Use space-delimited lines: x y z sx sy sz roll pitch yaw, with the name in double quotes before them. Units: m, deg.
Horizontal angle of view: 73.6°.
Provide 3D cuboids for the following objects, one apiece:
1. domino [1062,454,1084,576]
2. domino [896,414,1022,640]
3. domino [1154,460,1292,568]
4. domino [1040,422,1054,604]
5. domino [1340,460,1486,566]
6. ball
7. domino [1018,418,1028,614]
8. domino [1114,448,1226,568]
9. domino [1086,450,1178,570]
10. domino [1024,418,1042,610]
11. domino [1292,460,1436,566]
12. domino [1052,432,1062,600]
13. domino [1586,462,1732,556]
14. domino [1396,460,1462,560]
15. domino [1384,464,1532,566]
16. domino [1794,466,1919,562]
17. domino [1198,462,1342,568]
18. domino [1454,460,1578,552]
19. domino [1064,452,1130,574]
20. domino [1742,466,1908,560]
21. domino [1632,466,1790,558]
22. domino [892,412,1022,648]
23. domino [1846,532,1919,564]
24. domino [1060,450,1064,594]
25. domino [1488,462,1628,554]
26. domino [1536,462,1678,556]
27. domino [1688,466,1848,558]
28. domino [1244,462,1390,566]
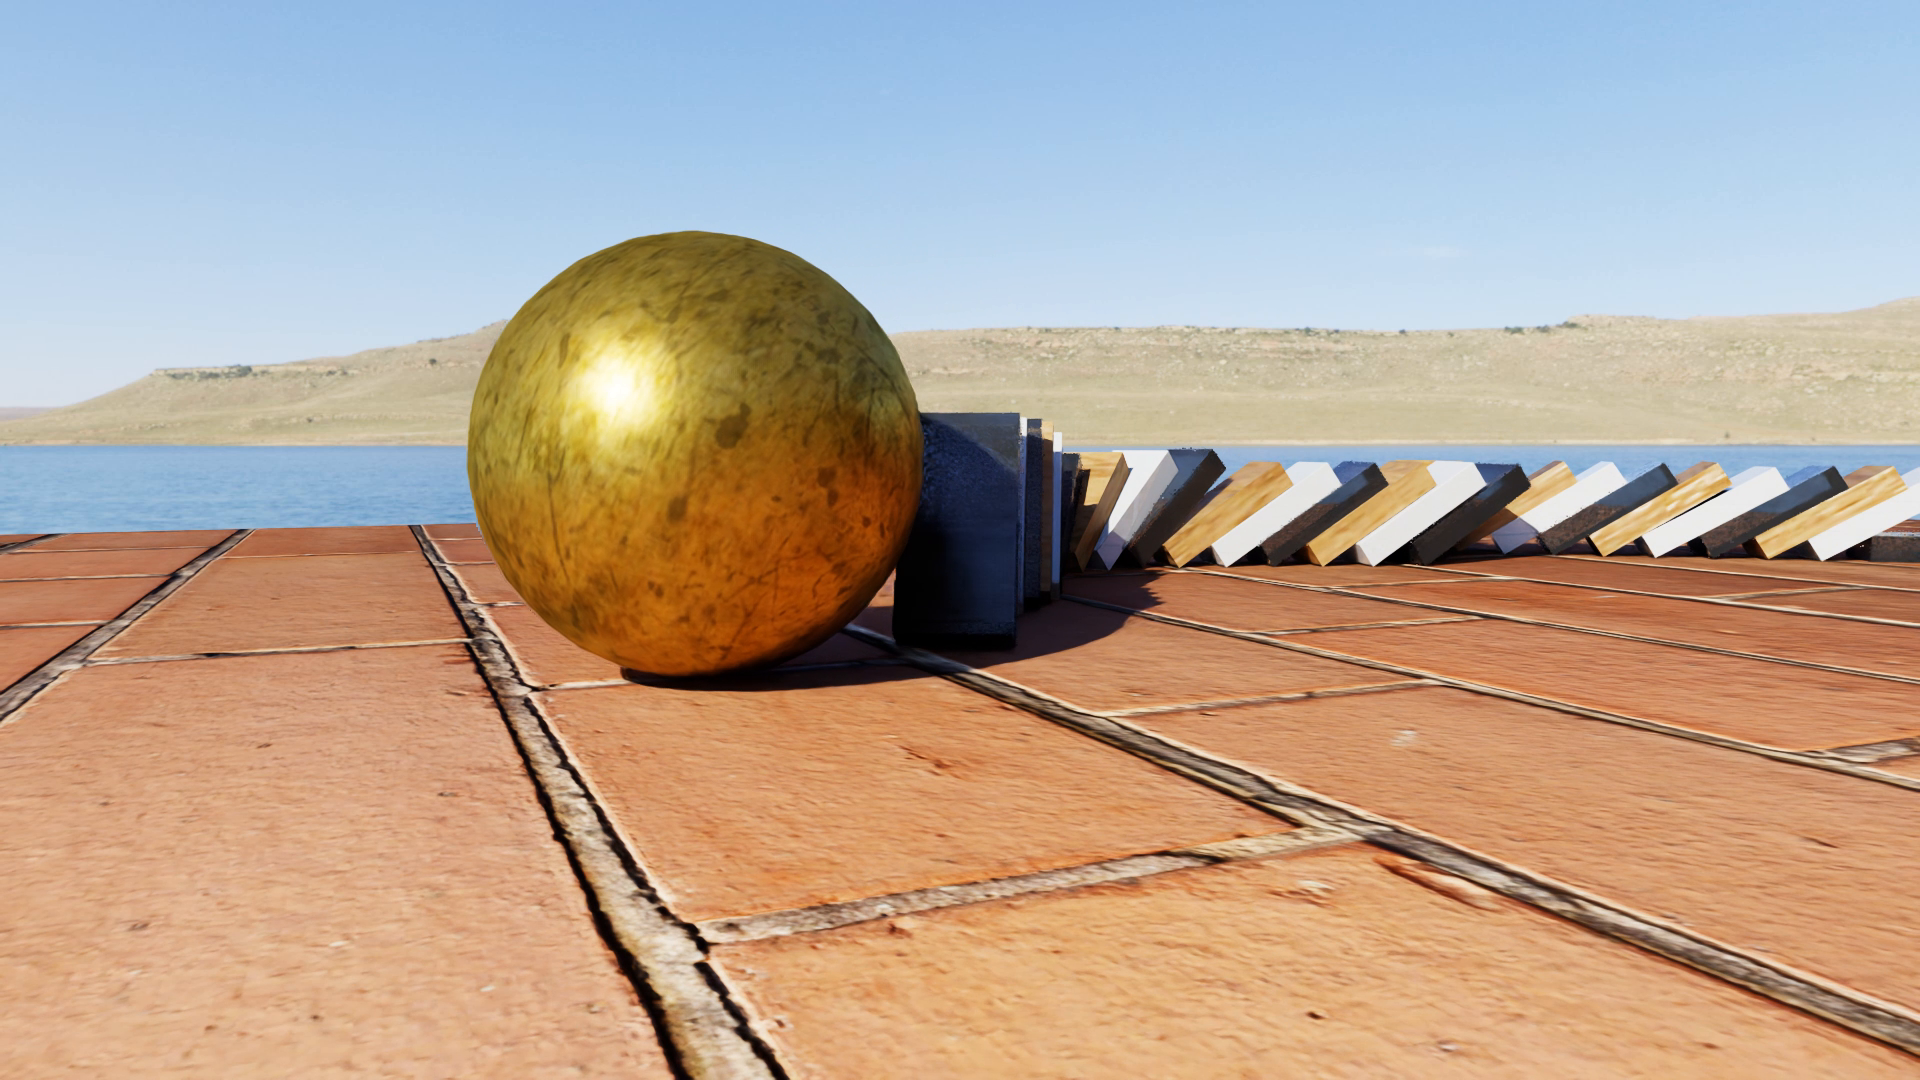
"domino" 0.025 -0.009 0.425 0.025 0.009 0.050 0 43 15
"domino" 0.000 -0.003 0.285 0.025 0.050 0.009 0 -21 5
"domino" 0.091 -0.010 0.454 0.050 0.010 0.025 -35 9 -6
"domino" 0.012 -0.008 0.348 0.025 0.050 0.009 0 -24 5
"domino" 0.159 -0.010 0.458 0.050 0.009 0.025 -35 9 -4
"ball" -0.046 -0.015 0.232 0.080 0.080 0.080 0 4 0
"domino" 0.004 -0.007 0.326 0.025 0.050 0.009 0 -21 5
"domino" 0.069 -0.012 0.455 0.050 0.010 0.025 -47 24 -19
"domino" 0.053 -0.011 0.448 0.025 0.010 0.050 5 48 47
"domino" 0.009 -0.007 0.337 0.025 0.050 0.010 0 -21 5
"domino" 0.142 -0.010 0.458 0.050 0.010 0.025 -35 9 -4
"domino" 0.016 -0.007 0.362 0.025 0.050 0.009 0 -32 5
"domino" 0.263 -0.012 0.488 0.050 0.010 0.025 -34 -6 18
"domino" 0.177 -0.013 0.494 0.025 0.009 0.050 3 39 28
"domino" 0.177 -0.010 0.461 0.050 0.009 0.025 -35 12 -9
"domino" 0.334 -0.010 0.471 0.050 0.010 0.025 -32 -5 17
"domino" 0.108 -0.010 0.456 0.050 0.009 0.025 -35 8 -5
"domino" 0.215 -0.013 0.504 0.050 0.009 0.025 -34 -6 17
"domino" 0.038 -0.010 0.439 0.025 0.009 0.050 2 45 31
"domino" 0.317 -0.010 0.474 0.050 0.009 0.025 -32 -5 16
"domino" 0.281 -0.011 0.484 0.050 0.010 0.025 -31 -5 16
"domino" 0.000 -0.003 0.274 0.025 0.050 0.009 0 -21 5
"domino" 0.356 0.003 0.466 0.050 0.010 0.025 1 4 17
"domino" 0.018 -0.006 0.377 0.025 0.010 0.050 0 47 5
"domino" 0.231 -0.013 0.499 0.050 0.009 0.025 -34 -6 17
"domino" 0.247 -0.012 0.493 0.050 0.010 0.025 -34 -6 17
"domino" 0.299 -0.011 0.479 0.050 0.010 0.025 -31 -5 15
"domino" 0.125 -0.010 0.457 0.050 0.009 0.025 -35 9 -4
